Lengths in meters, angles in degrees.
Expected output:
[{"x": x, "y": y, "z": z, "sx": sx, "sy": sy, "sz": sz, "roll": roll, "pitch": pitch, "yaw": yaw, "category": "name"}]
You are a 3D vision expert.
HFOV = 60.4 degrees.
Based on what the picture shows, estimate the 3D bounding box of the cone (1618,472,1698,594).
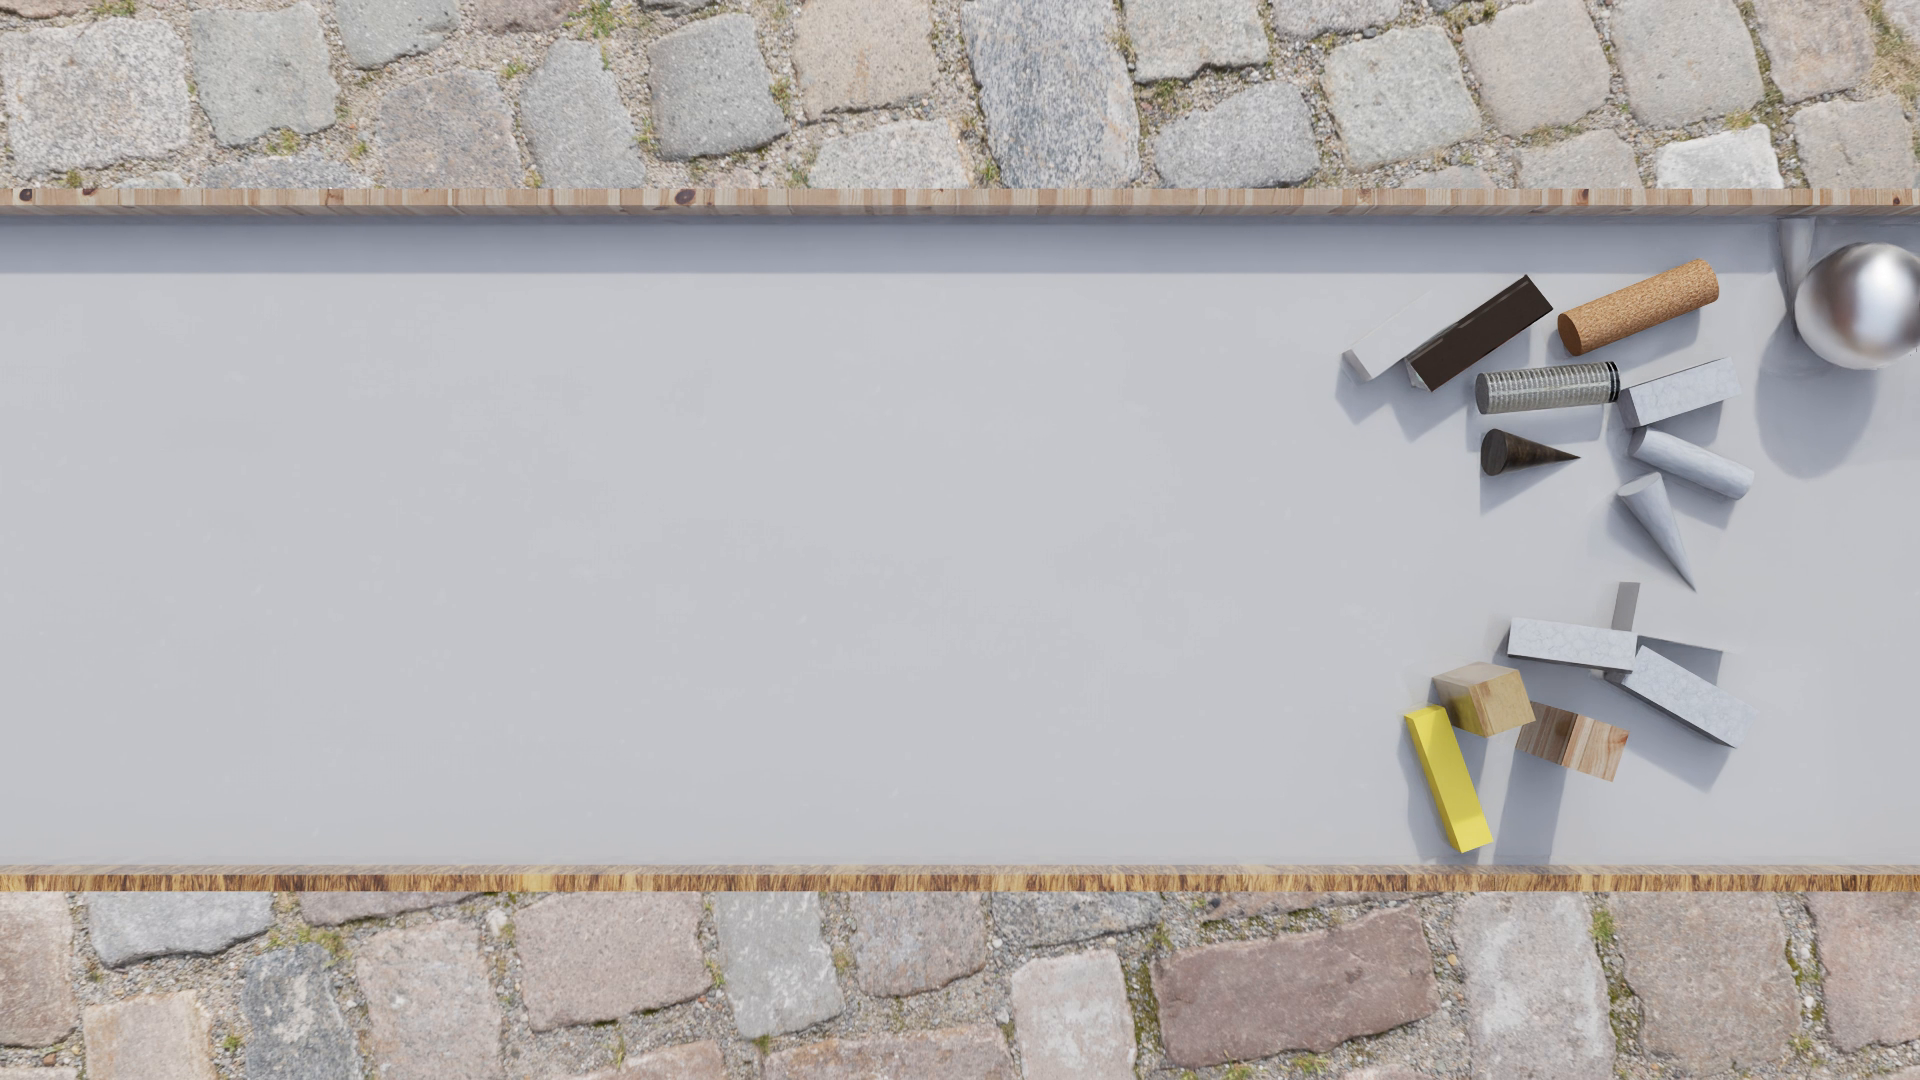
[{"x": 2.168, "y": 0.001, "z": 5.043, "sx": 0.136, "sy": 0.136, "sz": 0.409, "roll": -32, "pitch": 99, "yaw": 0, "category": "cone"}]

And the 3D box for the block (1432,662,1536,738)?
[{"x": 1.550, "y": 0.469, "z": 4.898, "sx": 0.153, "sy": 0.355, "sz": 0.153, "roll": -19, "pitch": 90, "yaw": 0, "category": "block"}]

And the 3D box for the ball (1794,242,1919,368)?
[{"x": 2.684, "y": -0.696, "z": 4.889, "sx": 0.374, "sy": 0.374, "sz": 0.374, "roll": 0, "pitch": 90, "yaw": 0, "category": "ball"}]

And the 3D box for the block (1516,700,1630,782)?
[{"x": 1.805, "y": 0.592, "z": 4.880, "sx": 0.154, "sy": 0.393, "sz": 0.154, "roll": 18, "pitch": 90, "yaw": 0, "category": "block"}]

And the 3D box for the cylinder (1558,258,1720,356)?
[{"x": 2.056, "y": -0.705, "z": 5.006, "sx": 0.446, "sy": 0.140, "sz": 0.140, "roll": -22, "pitch": 90, "yaw": 0, "category": "cylinder"}]

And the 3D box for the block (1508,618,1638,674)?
[{"x": 1.838, "y": 0.317, "z": 4.956, "sx": 0.353, "sy": 0.112, "sz": 0.112, "roll": 7, "pitch": 82, "yaw": 20, "category": "block"}]

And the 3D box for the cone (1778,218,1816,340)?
[{"x": 2.563, "y": -0.794, "z": 5.051, "sx": 0.103, "sy": 0.103, "sz": 0.373, "roll": -4, "pitch": 98, "yaw": 0, "category": "cone"}]

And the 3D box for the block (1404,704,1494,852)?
[{"x": 1.488, "y": 0.725, "z": 5.026, "sx": 0.102, "sy": 0.102, "sz": 0.430, "roll": -20, "pitch": 90, "yaw": 0, "category": "block"}]

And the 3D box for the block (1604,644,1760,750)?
[{"x": 2.189, "y": 0.471, "z": 5.011, "sx": 0.403, "sy": 0.132, "sz": 0.132, "roll": 29, "pitch": 90, "yaw": 0, "category": "block"}]

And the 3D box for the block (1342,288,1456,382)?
[{"x": 1.337, "y": -0.621, "z": 5.020, "sx": 0.312, "sy": 0.113, "sz": 0.113, "roll": -36, "pitch": 90, "yaw": 0, "category": "block"}]

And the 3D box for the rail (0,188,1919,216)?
[{"x": -2.247, "y": -1.025, "z": 5.002, "sx": 12.000, "sy": 0.150, "sz": 0.050, "roll": 0, "pitch": 90, "yaw": 0, "category": "rail"}]

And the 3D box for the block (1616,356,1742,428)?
[{"x": 2.182, "y": -0.447, "z": 5.017, "sx": 0.321, "sy": 0.118, "sz": 0.118, "roll": -18, "pitch": 90, "yaw": 0, "category": "block"}]

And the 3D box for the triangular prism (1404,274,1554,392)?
[{"x": 1.573, "y": -0.605, "z": 4.988, "sx": 0.444, "sy": 0.134, "sz": 0.116, "roll": -34, "pitch": 48, "yaw": 0, "category": "triangular prism"}]

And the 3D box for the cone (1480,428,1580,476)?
[{"x": 1.768, "y": -0.260, "z": 5.041, "sx": 0.306, "sy": 0.144, "sz": 0.144, "roll": 2, "pitch": 90, "yaw": -13, "category": "cone"}]

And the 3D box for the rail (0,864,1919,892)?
[{"x": -2.247, "y": 1.025, "z": 5.001, "sx": 12.000, "sy": 0.150, "sz": 0.050, "roll": 0, "pitch": 90, "yaw": 0, "category": "rail"}]

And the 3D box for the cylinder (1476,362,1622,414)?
[{"x": 1.785, "y": -0.462, "z": 5.013, "sx": 0.398, "sy": 0.128, "sz": 0.128, "roll": -5, "pitch": 90, "yaw": 0, "category": "cylinder"}]

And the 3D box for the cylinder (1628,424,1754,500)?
[{"x": 2.225, "y": -0.238, "z": 5.024, "sx": 0.352, "sy": 0.105, "sz": 0.105, "roll": 23, "pitch": 90, "yaw": 0, "category": "cylinder"}]

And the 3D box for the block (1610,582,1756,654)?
[{"x": 2.190, "y": 0.235, "z": 5.000, "sx": 0.352, "sy": 0.153, "sz": 0.153, "roll": 11, "pitch": 90, "yaw": 0, "category": "block"}]
